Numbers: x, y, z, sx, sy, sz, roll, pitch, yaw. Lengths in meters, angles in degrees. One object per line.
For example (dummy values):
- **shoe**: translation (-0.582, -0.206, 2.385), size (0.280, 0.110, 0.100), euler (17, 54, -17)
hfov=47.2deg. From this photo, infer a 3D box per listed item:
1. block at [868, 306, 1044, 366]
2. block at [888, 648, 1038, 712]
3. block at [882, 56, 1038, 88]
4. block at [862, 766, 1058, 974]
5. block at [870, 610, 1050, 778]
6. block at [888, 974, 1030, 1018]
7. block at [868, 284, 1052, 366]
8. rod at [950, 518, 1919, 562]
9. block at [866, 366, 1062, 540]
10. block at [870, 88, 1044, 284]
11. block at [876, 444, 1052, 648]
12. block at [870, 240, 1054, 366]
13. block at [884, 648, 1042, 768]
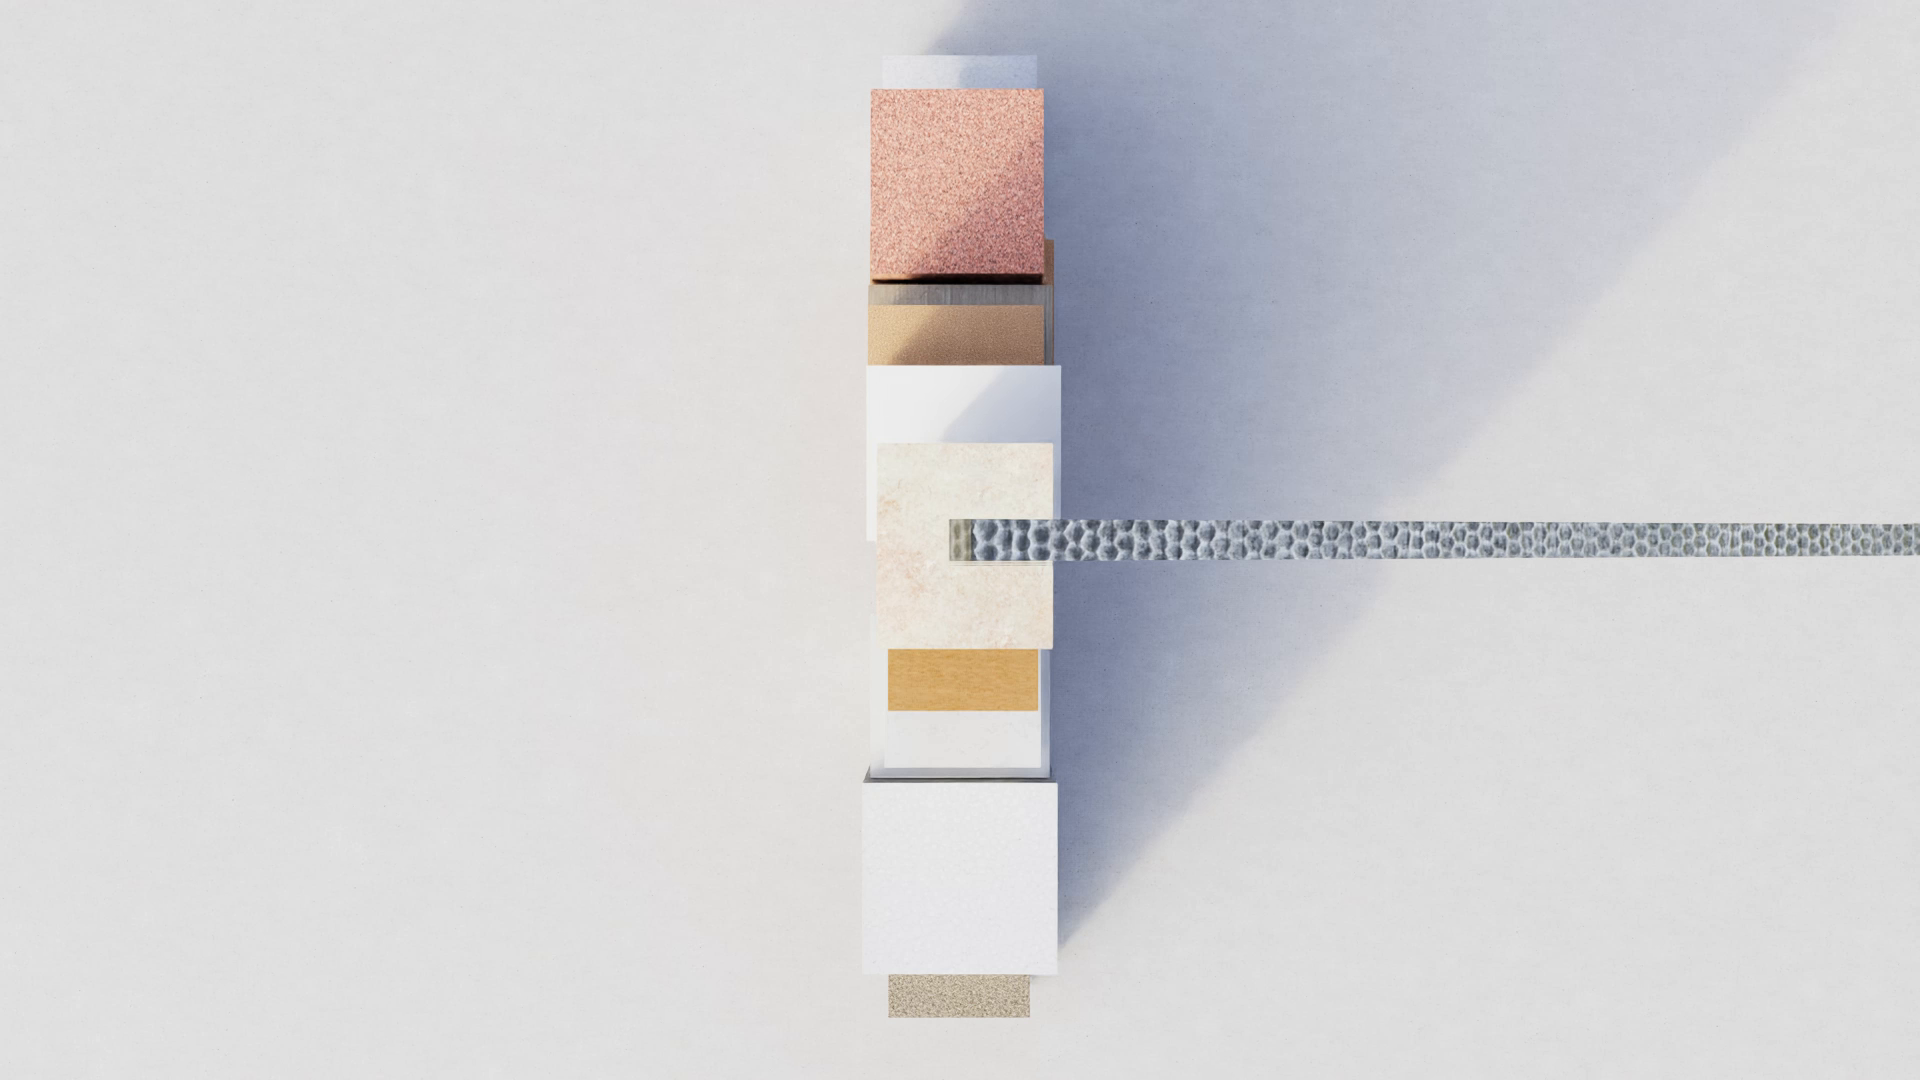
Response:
- **block**: translation (-0.020, -0.732, 10.644), size (0.824, 0.693, 0.736), euler (0, 90, 0)
- **block**: translation (0.014, 0.373, 10.092), size (0.664, 0.755, 0.756), euler (0, 91, 0)
- **block**: translation (-0.001, -2.141, 12.513), size (0.845, 0.974, 1.021), euler (0, 90, 0)
- **block**: translation (-0.001, 1.715, 11.654), size (0.989, 1.031, 0.968), euler (0, 90, 0)
- **block**: translation (0.000, 0.798, 11.700), size (0.920, 0.802, 0.847), euler (0, 90, 0)
- **block**: translation (-0.005, 2.266, 12.603), size (0.786, 0.794, 0.770), euler (0, 90, 0)
- **block**: translation (0.002, -0.855, 11.426), size (0.921, 0.872, 0.841), euler (0, 90, 0)
- **rod**: translation (2.234, 0.000, 5.488), size (5.200, 0.080, 0.080), euler (0, 90, -31)
- **block**: translation (0.017, -0.379, 9.886), size (0.837, 0.823, 0.753), euler (0, 91, 0)
- **block**: translation (-0.014, -1.756, 11.352), size (0.853, 1.027, 0.914), euler (0, 88, 0)
- **block**: translation (0.018, 0.019, 8.595), size (0.663, 0.658, 0.773), euler (0, 91, 0)
- **block**: translation (0.011, -1.067, 12.431), size (0.993, 1.138, 1.107), euler (0, 90, 0)
- **block**: translation (0.014, 0.759, 10.967), size (0.757, 0.664, 0.682), euler (0, 90, 0)
